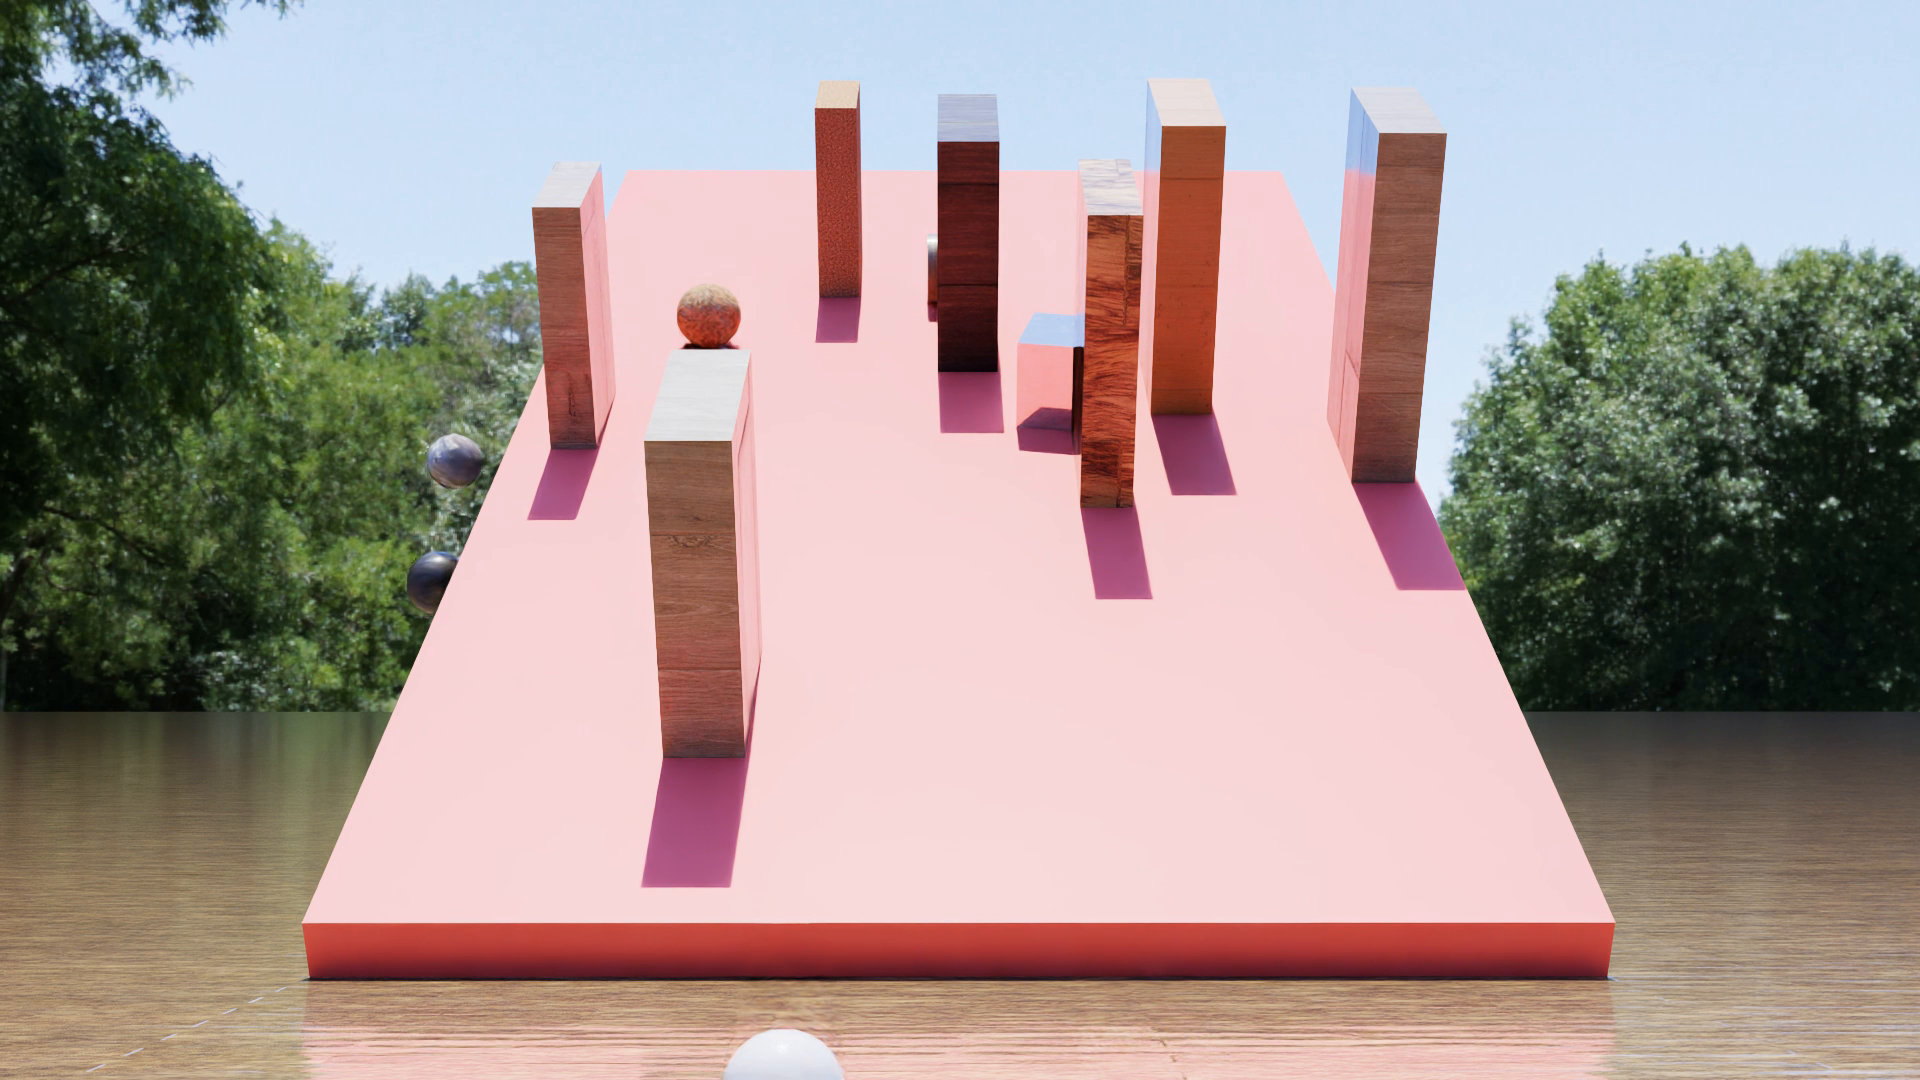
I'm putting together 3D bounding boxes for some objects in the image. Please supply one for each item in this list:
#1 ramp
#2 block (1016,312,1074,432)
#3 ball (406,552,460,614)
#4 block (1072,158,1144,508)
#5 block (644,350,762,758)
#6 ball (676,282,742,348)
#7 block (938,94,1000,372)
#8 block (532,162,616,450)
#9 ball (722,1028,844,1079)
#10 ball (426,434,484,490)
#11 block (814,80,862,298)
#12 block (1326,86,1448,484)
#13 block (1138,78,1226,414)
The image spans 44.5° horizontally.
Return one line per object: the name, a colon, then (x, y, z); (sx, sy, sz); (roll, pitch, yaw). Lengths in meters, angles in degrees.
ramp: (-0.009, -0.229, 5.402); (2.000, 0.100, 4.000); (0, 25, 0)
block: (0.250, -0.383, 5.373); (0.205, 0.205, 0.205); (6, 26, 11)
ball: (-1.179, 0.097, 5.302); (0.142, 0.142, 0.142); (0, -4, 0)
block: (0.308, -0.443, 4.990); (0.111, 0.641, 0.397); (0, 25, 0)
block: (-0.438, 0.019, 4.073); (0.141, 0.589, 0.411); (0, 25, 0)
ball: (-0.619, -0.553, 5.780); (0.159, 0.159, 0.159); (0, -4, 0)
block: (0.018, -0.753, 5.726); (0.145, 0.570, 0.425); (0, 25, 0)
block: (-0.860, -0.528, 5.258); (0.102, 0.559, 0.342); (0, 25, 0)
ball: (-0.164, 0.513, 2.180); (0.117, 0.117, 0.117); (0, -4, 0)
ball: (-1.155, -0.179, 5.365); (0.126, 0.126, 0.126); (0, -4, 0)
block: (-0.316, -0.922, 6.156); (0.105, 0.504, 0.276); (0, 25, 0)
block: (0.913, -0.551, 5.067); (0.138, 0.773, 0.366); (0, 25, 0)
block: (0.510, -0.686, 5.457); (0.141, 0.681, 0.413); (0, 25, 0)
